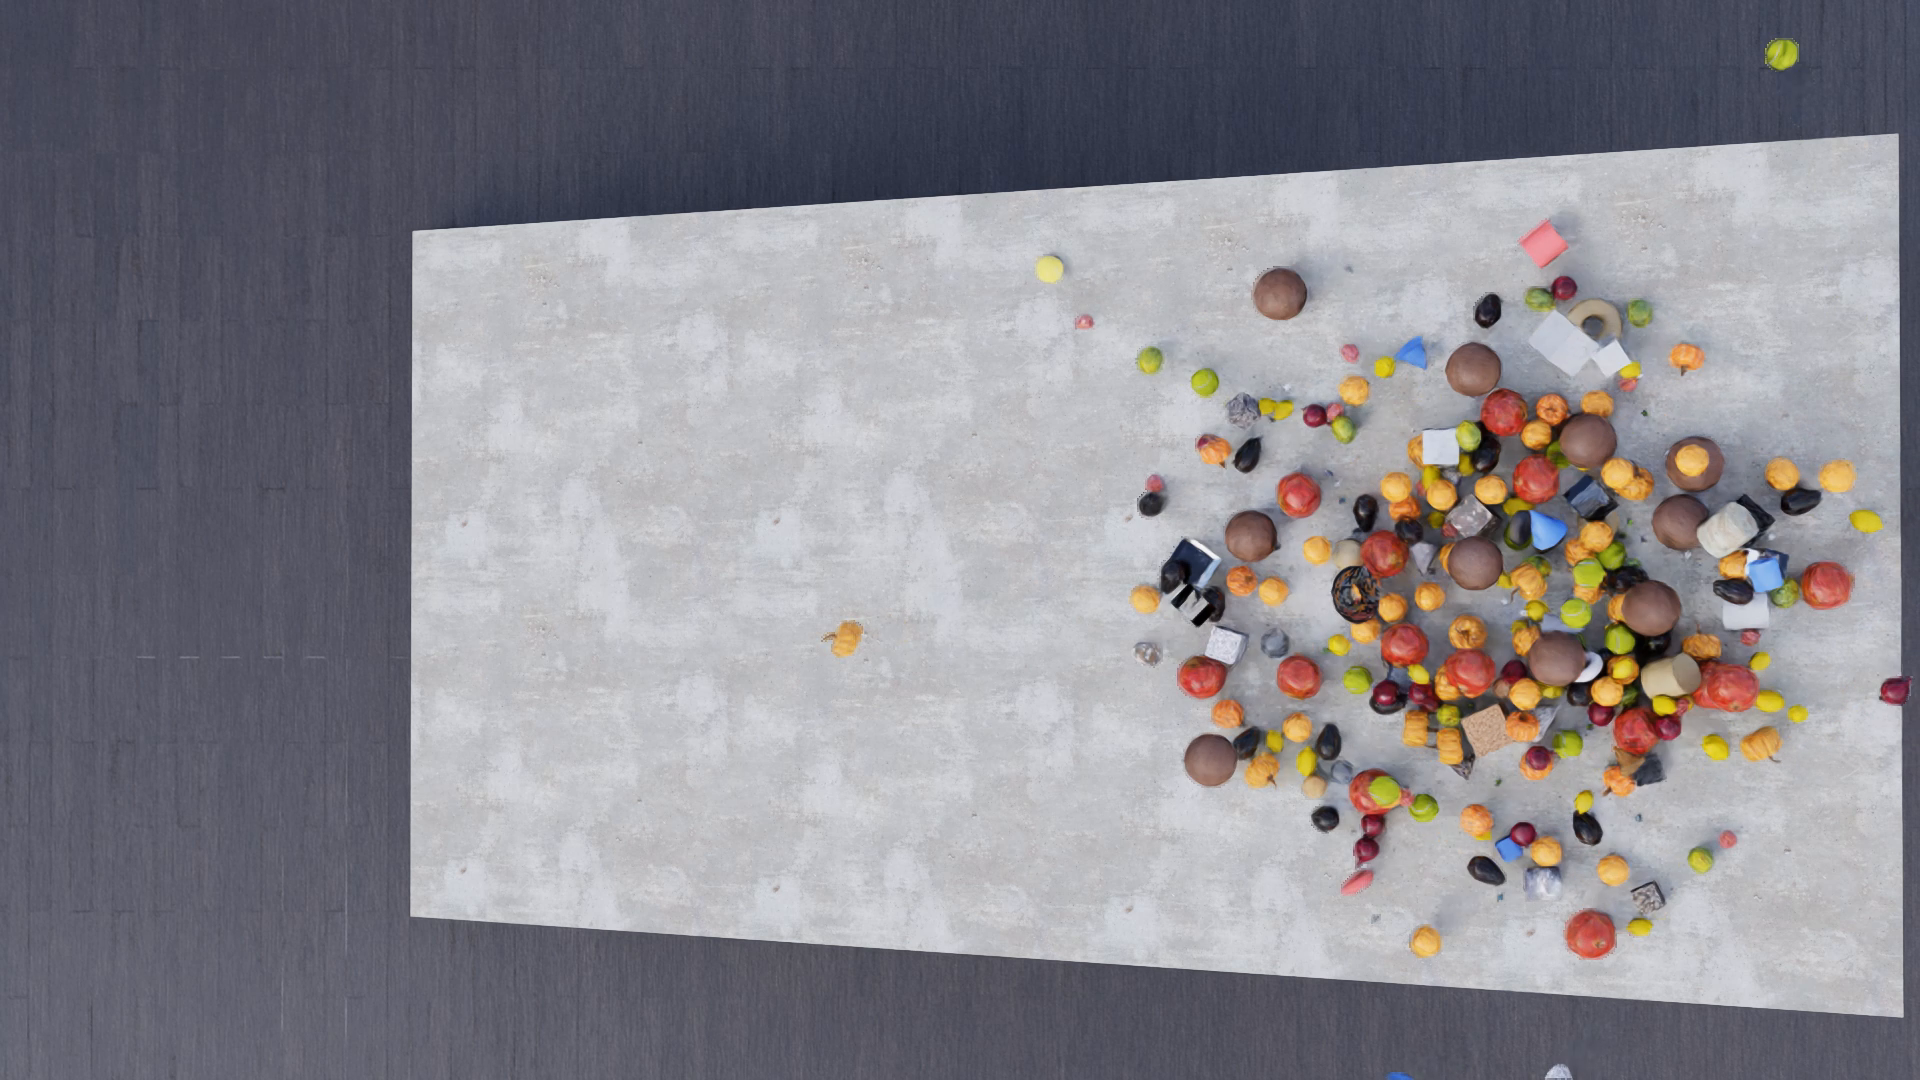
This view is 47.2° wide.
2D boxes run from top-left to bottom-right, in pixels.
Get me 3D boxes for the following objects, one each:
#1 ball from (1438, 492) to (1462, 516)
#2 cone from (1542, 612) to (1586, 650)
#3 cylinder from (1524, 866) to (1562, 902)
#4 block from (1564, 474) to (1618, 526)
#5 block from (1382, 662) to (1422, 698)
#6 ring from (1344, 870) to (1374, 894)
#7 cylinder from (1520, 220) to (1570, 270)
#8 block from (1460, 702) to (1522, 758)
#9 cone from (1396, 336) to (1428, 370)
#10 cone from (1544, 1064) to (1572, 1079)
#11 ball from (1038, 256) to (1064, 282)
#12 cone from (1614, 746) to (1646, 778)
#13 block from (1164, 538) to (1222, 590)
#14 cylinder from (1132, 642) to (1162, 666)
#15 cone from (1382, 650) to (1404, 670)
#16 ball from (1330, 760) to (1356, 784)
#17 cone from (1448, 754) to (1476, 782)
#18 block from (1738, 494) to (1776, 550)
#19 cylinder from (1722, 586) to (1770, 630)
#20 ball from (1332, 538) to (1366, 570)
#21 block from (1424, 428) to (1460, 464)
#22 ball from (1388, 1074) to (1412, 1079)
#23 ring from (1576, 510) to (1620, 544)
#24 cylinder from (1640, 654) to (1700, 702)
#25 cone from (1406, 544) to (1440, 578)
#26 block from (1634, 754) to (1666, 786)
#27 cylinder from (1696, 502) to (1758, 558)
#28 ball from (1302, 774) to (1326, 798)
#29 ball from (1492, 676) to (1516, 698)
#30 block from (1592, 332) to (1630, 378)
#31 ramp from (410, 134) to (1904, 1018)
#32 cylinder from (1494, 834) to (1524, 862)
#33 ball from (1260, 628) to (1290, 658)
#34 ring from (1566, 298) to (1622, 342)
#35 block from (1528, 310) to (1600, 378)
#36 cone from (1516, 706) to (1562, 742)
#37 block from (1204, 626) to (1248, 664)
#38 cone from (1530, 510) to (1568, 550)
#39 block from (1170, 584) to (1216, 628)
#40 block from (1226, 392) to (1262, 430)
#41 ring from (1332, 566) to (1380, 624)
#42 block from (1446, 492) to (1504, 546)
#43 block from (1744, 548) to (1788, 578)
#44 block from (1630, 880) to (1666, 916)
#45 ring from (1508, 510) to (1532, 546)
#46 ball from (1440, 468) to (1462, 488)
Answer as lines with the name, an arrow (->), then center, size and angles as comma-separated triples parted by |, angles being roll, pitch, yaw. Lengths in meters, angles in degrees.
ball -> 1.185, -0.085, 5.312 | 0.058, 0.058, 0.058 | 0, 89, 0
cone -> 1.422, 0.210, 5.147 | 0.092, 0.092, 0.092 | -6, 89, 33
cylinder -> 1.381, 0.814, 5.204 | 0.078, 0.078, 0.078 | -4, 89, 11
block -> 1.478, -0.093, 5.154 | 0.076, 0.076, 0.076 | -44, 51, 16
block -> 1.075, 0.340, 5.344 | 0.064, 0.064, 0.064 | 21, 97, 24
ring -> 0.972, 0.835, 5.366 | 0.083, 0.083, 0.028 | -37, 85, 0
cylinder -> 1.389, -0.702, 5.228 | 0.082, 0.082, 0.082 | -39, 89, 17
block -> 1.268, 0.453, 5.252 | 0.099, 0.099, 0.099 | -27, 80, 19
cone -> 1.116, -0.440, 5.356 | 0.078, 0.078, 0.078 | -44, 101, -1
cone -> 1.453, 1.307, 5.258 | 0.078, 0.078, 0.078 | -6, 106, -23
ball -> 0.233, -0.700, 5.684 | 0.067, 0.067, 0.067 | 0, 89, 0
cone -> 1.524, 0.498, 5.052 | 0.069, 0.069, 0.069 | -39, 62, 0
block -> 0.585, 0.060, 5.525 | 0.092, 0.092, 0.092 | 36, 102, 18
cylinder -> 0.473, 0.287, 5.574 | 0.053, 0.053, 0.053 | -4, 97, -28
cone -> 1.063, 0.287, 5.374 | 0.051, 0.051, 0.051 | -19, 89, 3
ball -> 0.940, 0.571, 5.398 | 0.060, 0.060, 0.060 | 0, 89, 0
cone -> 1.220, 0.536, 5.294 | 0.065, 0.065, 0.065 | 43, 94, 1
block -> 1.808, -0.041, 5.054 | 0.090, 0.090, 0.090 | 44, 104, 16
cylinder -> 1.804, 0.156, 5.048 | 0.097, 0.097, 0.097 | -3, 89, 21
ball -> 0.954, 0.038, 5.387 | 0.085, 0.085, 0.085 | 0, 89, 0
block -> 1.142, -0.223, 5.216 | 0.083, 0.083, 0.083 | 0, 96, 14
ball -> 1.088, 1.362, 5.436 | 0.083, 0.083, 0.083 | 0, 89, 0
ring -> 1.507, -0.042, 5.199 | 0.099, 0.033, 0.099 | -2, 87, 27
cylinder -> 1.628, 0.315, 5.038 | 0.093, 0.093, 0.093 | 11, 69, -30
cone -> 1.119, 0.052, 5.311 | 0.082, 0.082, 0.082 | -1, 91, 0
block -> 1.609, 0.537, 5.140 | 0.060, 0.060, 0.060 | -17, 83, 20
cylinder -> 1.734, -0.022, 4.971 | 0.093, 0.093, 0.093 | 43, 132, 1
ball -> 0.875, 0.608, 5.423 | 0.059, 0.059, 0.059 | 0, 89, 0
ball -> 1.303, 0.354, 5.264 | 0.054, 0.054, 0.054 | 0, 89, 0
block -> 1.522, -0.434, 5.154 | 0.066, 0.066, 0.066 | -33, 105, 20
ramp -> 0.282, 0.088, 5.745 | 4.000, 0.100, 2.000 | 0, 89, 21
cylinder -> 1.312, 0.737, 5.255 | 0.051, 0.051, 0.051 | -30, 82, 0
ball -> 0.781, 0.257, 5.457 | 0.073, 0.073, 0.073 | 0, 89, 0
ring -> 1.499, -0.506, 5.204 | 0.134, 0.045, 0.134 | 0, 91, 20
block -> 1.399, -0.455, 5.094 | 0.095, 0.095, 0.095 | 27, 109, -34
cone -> 1.392, 0.417, 5.234 | 0.096, 0.096, 0.096 | -28, 89, -8
block -> 0.667, 0.263, 5.499 | 0.076, 0.076, 0.076 | 18, 95, 20
cone -> 1.356, -0.042, 5.142 | 0.090, 0.090, 0.090 | -44, 114, -1
block -> 0.579, 0.163, 5.455 | 0.067, 0.067, 0.067 | -47, 131, 1
block -> 0.702, -0.318, 5.440 | 0.058, 0.058, 0.058 | 26, 132, -31
ring -> 0.944, 0.130, 5.244 | 0.139, 0.046, 0.139 | 7, 78, -33
block -> 1.233, -0.050, 5.269 | 0.084, 0.084, 0.084 | -49, 62, 15
block -> 1.807, 0.056, 4.927 | 0.061, 0.061, 0.061 | 17, 83, -14
block -> 1.608, 0.837, 5.137 | 0.057, 0.057, 0.057 | -27, 80, 19
ring -> 1.322, -0.030, 5.178 | 0.029, 0.087, 0.087 | 15, 89, 42
ball -> 1.184, -0.150, 5.302 | 0.050, 0.050, 0.050 | 0, 89, 0
